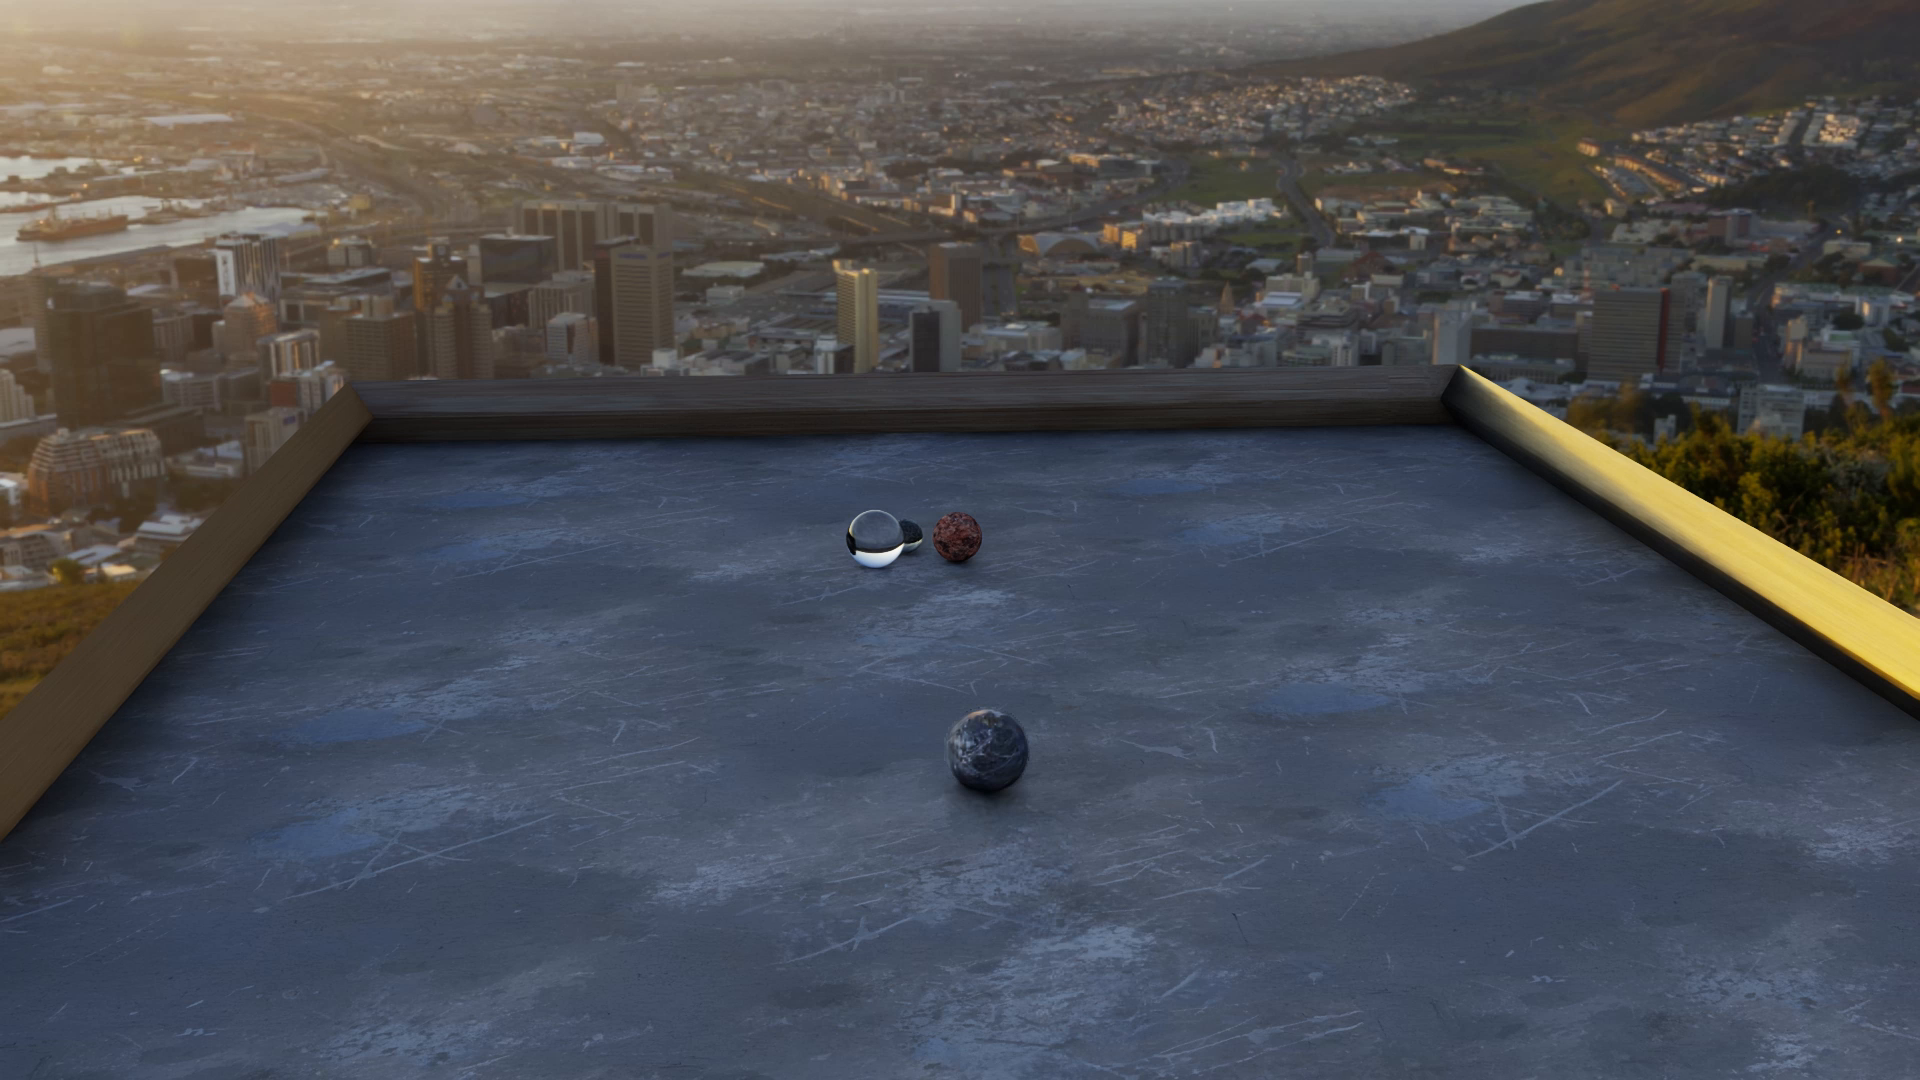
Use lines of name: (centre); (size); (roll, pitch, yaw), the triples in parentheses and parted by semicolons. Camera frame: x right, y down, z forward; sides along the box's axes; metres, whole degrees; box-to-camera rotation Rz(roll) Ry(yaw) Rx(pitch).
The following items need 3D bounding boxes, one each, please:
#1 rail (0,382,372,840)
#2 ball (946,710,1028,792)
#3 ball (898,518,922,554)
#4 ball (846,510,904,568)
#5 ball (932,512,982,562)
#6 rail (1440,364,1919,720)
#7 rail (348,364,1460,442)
rail: (-0.826, 0.210, 1.949); (0.045, 0.100, 3.397); (-1, 14, -5)
ball: (0.025, 0.197, 2.051); (0.077, 0.077, 0.077); (0, 14, 0)
ball: (-0.071, -0.005, 2.903); (0.045, 0.045, 0.045); (0, 14, 0)
ball: (-0.109, -0.001, 2.827); (0.075, 0.075, 0.075); (0, 14, 0)
ball: (-0.003, -0.004, 2.859); (0.065, 0.065, 0.065); (0, 14, 0)
rail: (0.973, 0.171, 2.101); (0.045, 0.100, 3.397); (-1, 14, -5)
rail: (-0.072, -0.224, 3.641); (1.853, 0.100, 0.045); (-1, 14, -5)
